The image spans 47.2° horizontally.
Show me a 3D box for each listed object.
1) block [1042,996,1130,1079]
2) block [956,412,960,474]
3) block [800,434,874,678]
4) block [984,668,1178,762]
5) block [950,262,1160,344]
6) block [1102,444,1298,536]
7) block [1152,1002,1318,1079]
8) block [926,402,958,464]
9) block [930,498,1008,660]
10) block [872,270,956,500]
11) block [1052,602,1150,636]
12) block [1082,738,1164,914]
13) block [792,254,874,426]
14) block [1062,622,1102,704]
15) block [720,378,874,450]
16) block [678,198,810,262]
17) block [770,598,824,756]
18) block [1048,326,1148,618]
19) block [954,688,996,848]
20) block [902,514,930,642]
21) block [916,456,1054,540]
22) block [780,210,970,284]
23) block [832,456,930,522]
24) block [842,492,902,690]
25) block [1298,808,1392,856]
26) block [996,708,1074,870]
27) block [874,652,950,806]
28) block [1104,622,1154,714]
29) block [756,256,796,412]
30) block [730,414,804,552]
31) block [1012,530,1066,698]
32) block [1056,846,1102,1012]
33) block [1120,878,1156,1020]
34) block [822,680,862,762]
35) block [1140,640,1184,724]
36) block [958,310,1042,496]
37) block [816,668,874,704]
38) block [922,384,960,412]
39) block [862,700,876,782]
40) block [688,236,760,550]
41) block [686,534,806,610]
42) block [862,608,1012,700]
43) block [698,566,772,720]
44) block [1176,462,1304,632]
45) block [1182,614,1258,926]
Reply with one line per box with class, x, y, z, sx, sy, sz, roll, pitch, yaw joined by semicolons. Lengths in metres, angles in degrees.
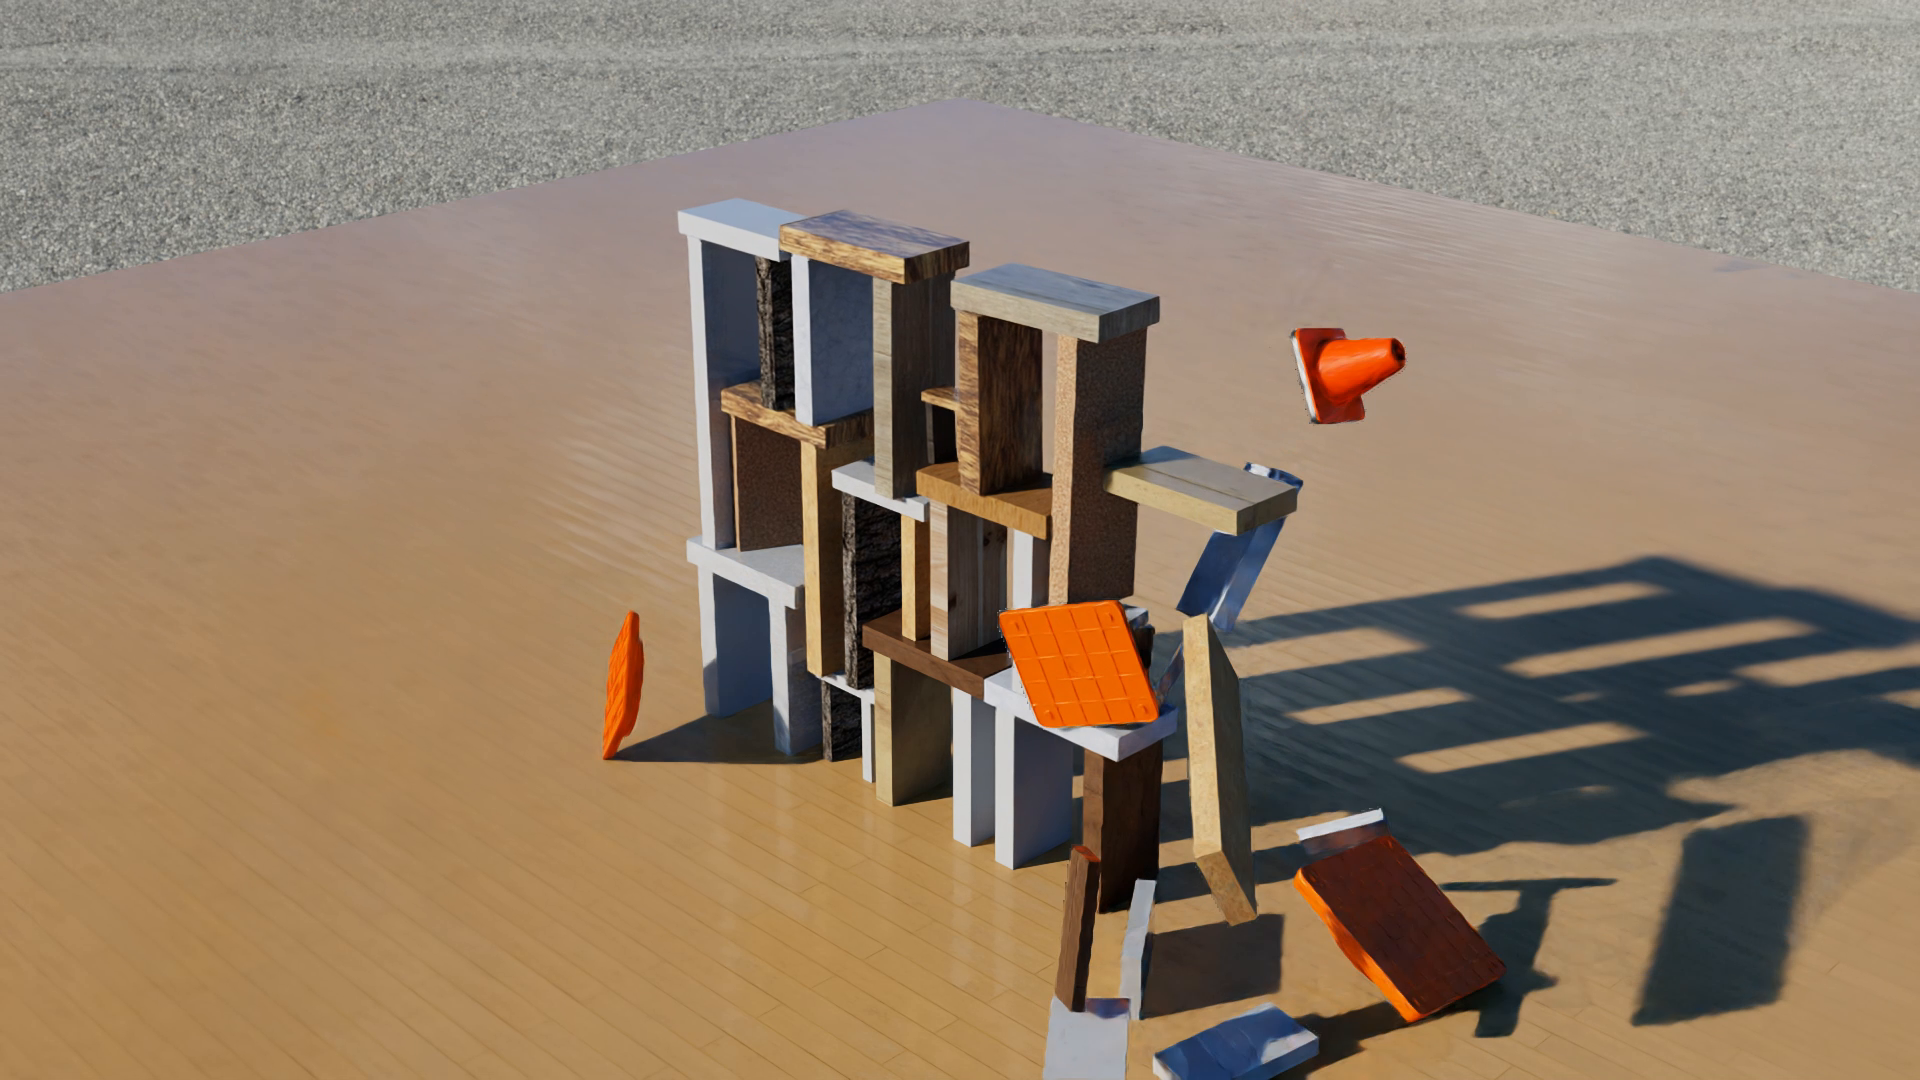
block;0.201;0.820;3.486;0.126;0.036;0.253;1;27;7
block;0.023;-0.188;4.110;0.017;0.121;0.060;19;30;41
block;-0.244;0.021;4.512;0.161;0.512;0.046;-21;30;-40
block;0.224;0.308;4.113;0.336;0.048;0.168;21;31;40
block;0.166;-0.421;3.879;0.338;0.048;0.169;19;29;39
block;0.417;-0.090;3.844;0.156;0.044;0.312;-21;29;-38
block;0.461;0.861;3.675;0.253;0.036;0.126;-17;28;-30
block;-0.035;-0.210;4.163;0.017;0.121;0.060;18;29;42
block;0.018;0.054;4.232;0.046;0.327;0.163;21;31;41
block;-0.086;-0.306;4.188;0.048;0.433;0.171;21;31;40
block;0.256;0.135;4.014;0.159;0.023;0.080;12;24;34
block;0.303;0.516;4.115;0.048;0.336;0.168;21;31;41
block;-0.246;-0.410;4.317;0.048;0.342;0.171;21;31;40
block;0.227;0.216;4.066;0.023;0.159;0.080;15;27;41
block;-0.321;-0.265;4.469;0.161;0.046;0.321;-21;31;-41
block;-0.404;-0.622;4.397;0.156;0.044;0.312;-21;31;-40
block;-0.317;0.266;4.682;0.050;0.354;0.177;21;31;41
block;0.245;-0.129;3.930;0.169;0.531;0.048;-18;29;-37
block;0.063;0.421;4.337;0.048;0.337;0.168;21;31;41
block;-0.054;0.057;4.312;0.129;0.258;0.037;-21;31;-40
block;0.092;-0.088;4.088;0.327;0.046;0.163;21;30;40
block;-0.164;-0.558;4.164;0.342;0.048;0.171;21;31;40
block;-0.116;-0.104;4.313;0.258;0.037;0.129;21;31;40
block;-0.176;0.087;4.460;0.129;0.430;0.037;-21;31;-41
block;0.701;0.534;4.014;0.157;0.078;0.022;-16;58;13
block;0.144;0.454;4.261;0.048;0.336;0.168;21;31;41
block;-0.095;0.359;4.483;0.048;0.337;0.168;21;31;41
block;0.309;0.235;4.013;0.080;0.159;0.023;-9;24;-34
block;-0.328;-0.428;4.396;0.156;0.312;0.044;-21;30;-41
block;-0.399;-0.141;4.646;0.161;0.321;0.046;-8;25;-19
block;0.171;0.114;4.091;0.046;0.328;0.163;21;31;40
block;0.190;0.625;3.533;0.022;0.251;0.078;3;9;-17
block;0.315;0.723;3.895;0.036;0.126;0.253;4;23;10
block;-0.247;0.368;4.655;0.093;0.186;0.026;-21;31;-40
block;0.378;0.251;3.987;0.022;0.157;0.078;29;24;4
block;0.076;-0.266;4.015;0.048;0.338;0.169;20;30;40
block;-0.203;0.287;4.573;0.093;0.026;0.186;-21;31;-40
block;-0.009;-0.263;4.110;0.121;0.017;0.060;20;31;40
block;-0.160;0.403;4.573;0.093;0.186;0.026;-21;31;-40
block;-0.478;-0.318;4.606;0.156;0.679;0.044;-20;30;-39
block;-0.400;0.047;4.680;0.354;0.050;0.177;21;31;41
block;-0.016;0.213;4.335;0.337;0.048;0.168;21;31;41
block;-0.484;0.201;4.835;0.050;0.354;0.177;21;31;41
block;0.524;0.012;4.129;0.044;0.312;0.156;27;-1;-21
block;0.423;0.363;3.612;0.044;0.156;0.589;-19;32;16
